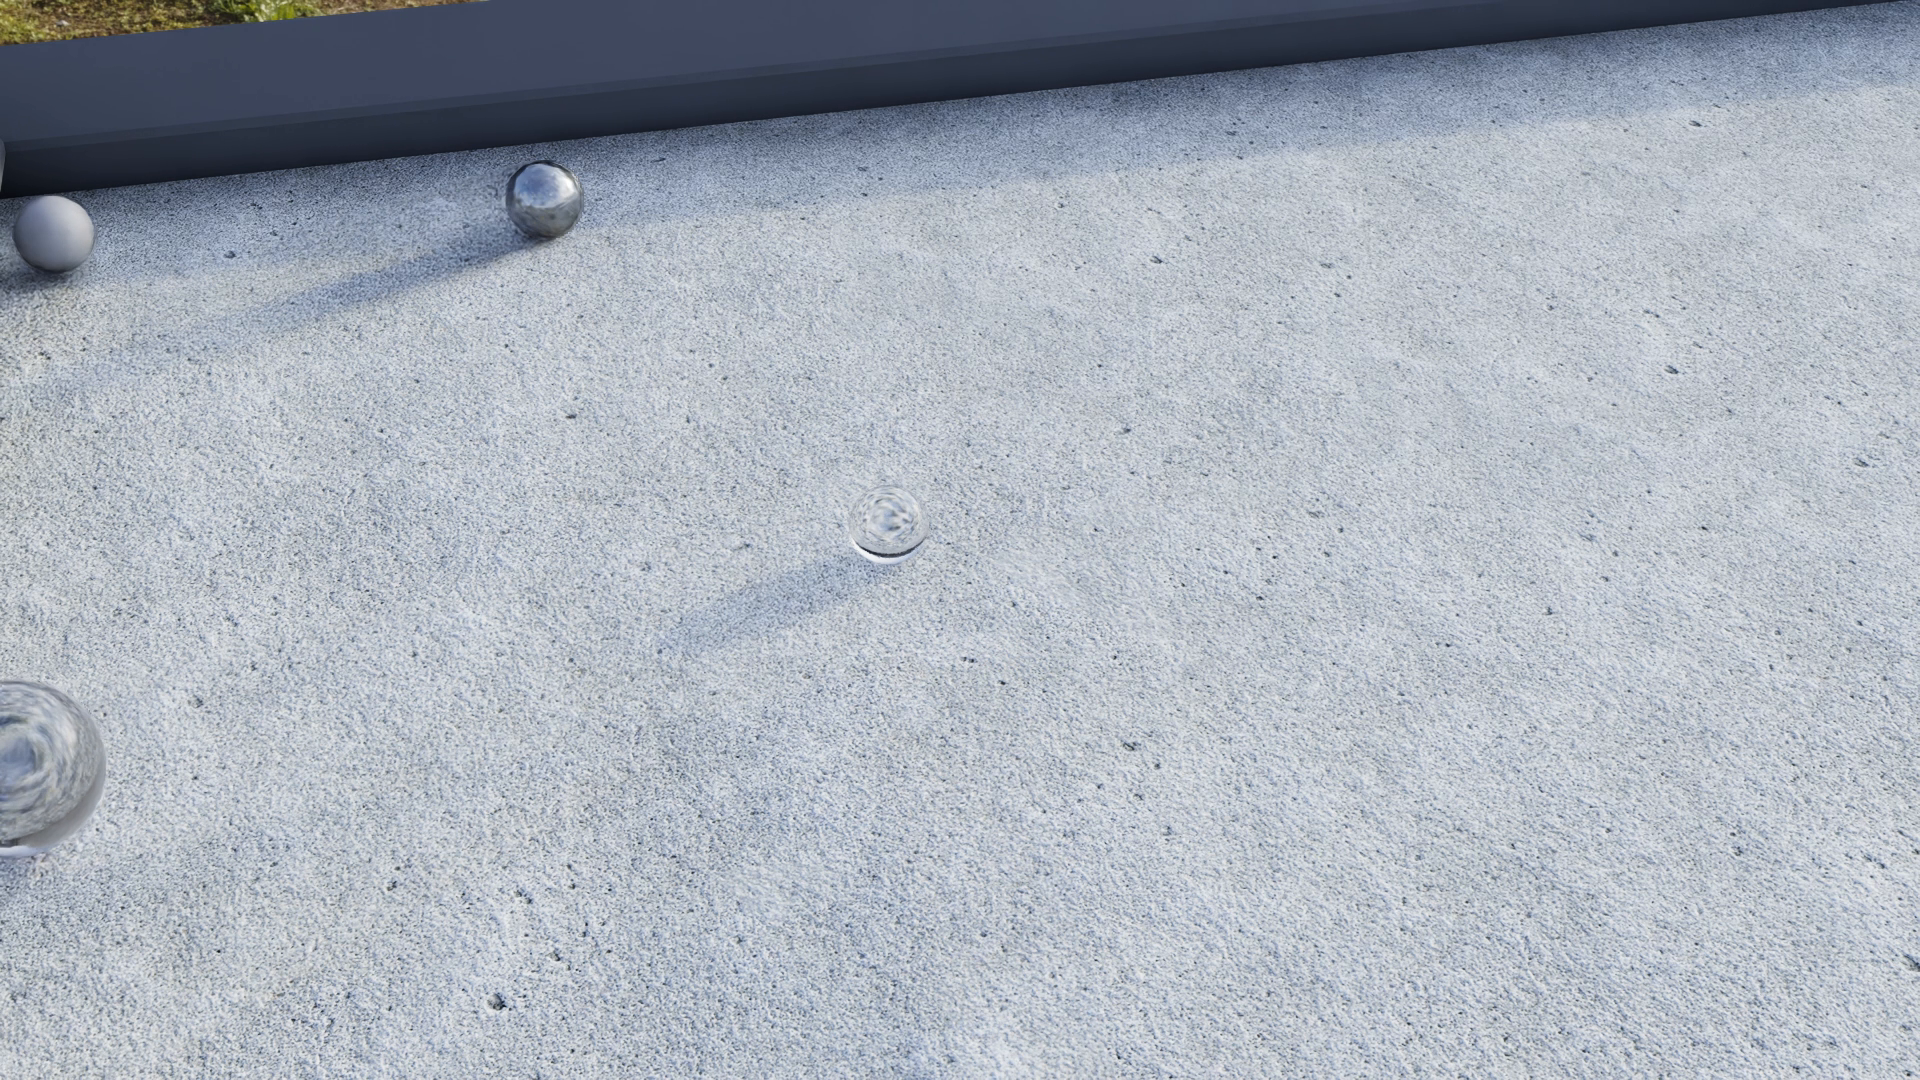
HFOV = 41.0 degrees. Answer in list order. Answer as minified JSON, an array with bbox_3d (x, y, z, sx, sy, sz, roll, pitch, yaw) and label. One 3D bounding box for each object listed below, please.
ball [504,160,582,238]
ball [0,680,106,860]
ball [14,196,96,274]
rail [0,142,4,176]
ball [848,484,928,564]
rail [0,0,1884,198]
[{"bbox_3d":[-0.326,-0.267,2.010,0.060,0.060,0.060,0,36,0],"label":"ball"},{"bbox_3d":[-0.527,0.127,1.426,0.099,0.099,0.099,0,36,0],"label":"ball"},{"bbox_3d":[-0.693,-0.234,1.965,0.059,0.059,0.059,0,36,0],"label":"ball"},{"bbox_3d":[-0.621,0.061,1.492,0.045,0.129,1.377,-8,36,-11],"label":"rail"},{"bbox_3d":[-0.046,-0.010,1.658,0.052,0.052,0.052,0,36,0],"label":"ball"},{"bbox_3d":[0.492,-0.490,2.260,2.646,0.129,0.045,-8,36,-11],"label":"rail"}]
